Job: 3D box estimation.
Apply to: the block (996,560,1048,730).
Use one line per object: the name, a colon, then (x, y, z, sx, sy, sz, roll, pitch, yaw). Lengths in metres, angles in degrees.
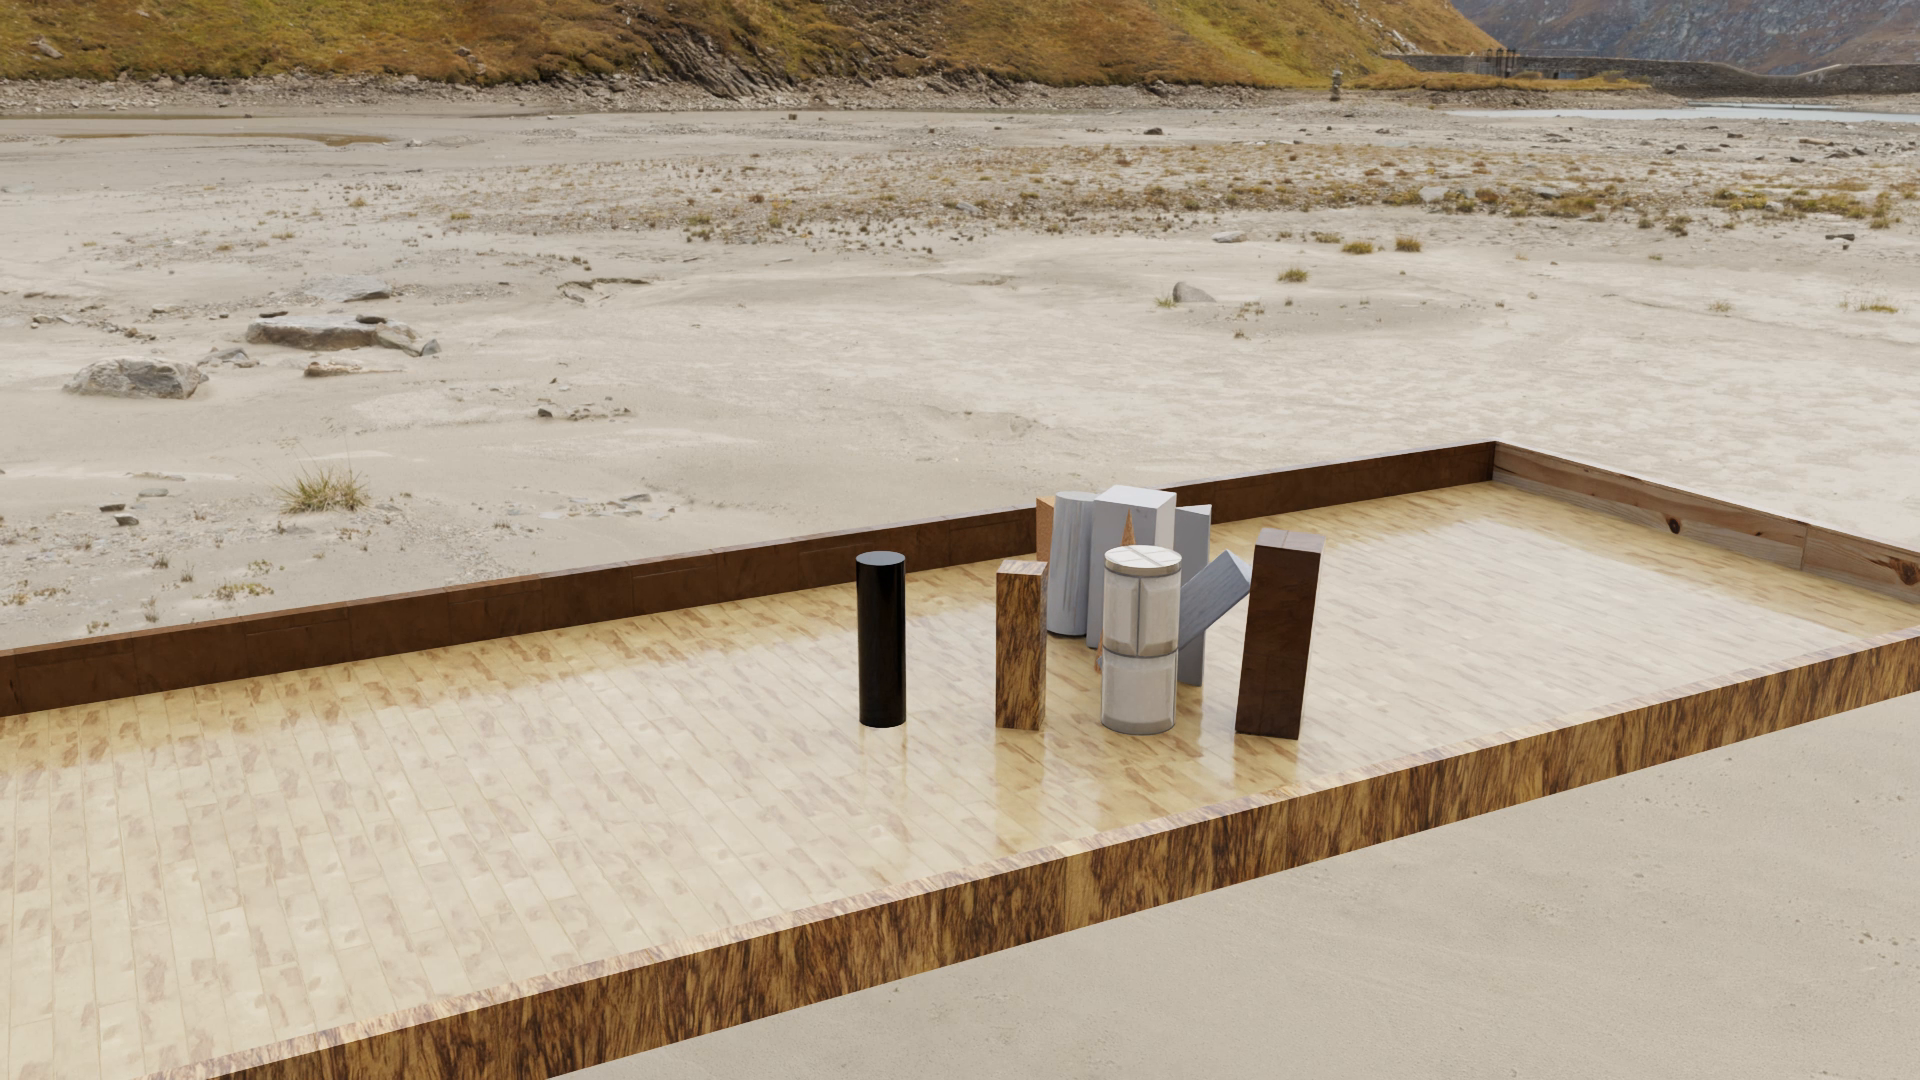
block: (0.143, 0.245, 3.847, 0.103, 0.380, 0.103, 3, 17, 11)

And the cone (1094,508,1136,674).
cone: (0.423, 0.122, 4.175, 0.157, 0.431, 0.157, 0, 16, 0)

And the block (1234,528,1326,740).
block: (0.739, 0.215, 3.808, 0.146, 0.452, 0.146, 8, 18, 15)

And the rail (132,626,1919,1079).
rail: (-2.336, 1.006, 1.665, 12.000, 0.150, 0.050, -9, 18, -27)

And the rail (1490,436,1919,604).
rail: (2.466, -0.048, 5.253, 0.050, 0.150, 2.100, -9, 18, -27)

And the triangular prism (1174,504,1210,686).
triangular prism: (0.591, 0.135, 4.108, 0.097, 0.445, 0.084, 14, 22, 40)

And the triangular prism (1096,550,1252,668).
triangular prism: (0.519, 0.197, 3.986, 0.105, 0.441, 0.121, 47, 24, 1)

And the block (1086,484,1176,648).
block: (0.452, 0.079, 4.358, 0.170, 0.405, 0.170, 9, 19, 23)

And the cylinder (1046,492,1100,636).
cylinder: (0.313, 0.062, 4.469, 0.141, 0.368, 0.141, 4, 12, -1)

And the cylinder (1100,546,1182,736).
cylinder: (0.420, 0.232, 3.843, 0.176, 0.407, 0.176, 0, 16, 0)

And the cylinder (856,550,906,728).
cylinder: (-0.183, 0.233, 3.855, 0.114, 0.399, 0.114, 0, 16, 0)

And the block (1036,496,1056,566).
block: (0.314, 0.045, 4.625, 0.155, 0.317, 0.155, -5, 14, -16)

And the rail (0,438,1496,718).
rail: (-3.305, 0.497, 3.399, 12.000, 0.150, 0.050, -9, 18, -27)
